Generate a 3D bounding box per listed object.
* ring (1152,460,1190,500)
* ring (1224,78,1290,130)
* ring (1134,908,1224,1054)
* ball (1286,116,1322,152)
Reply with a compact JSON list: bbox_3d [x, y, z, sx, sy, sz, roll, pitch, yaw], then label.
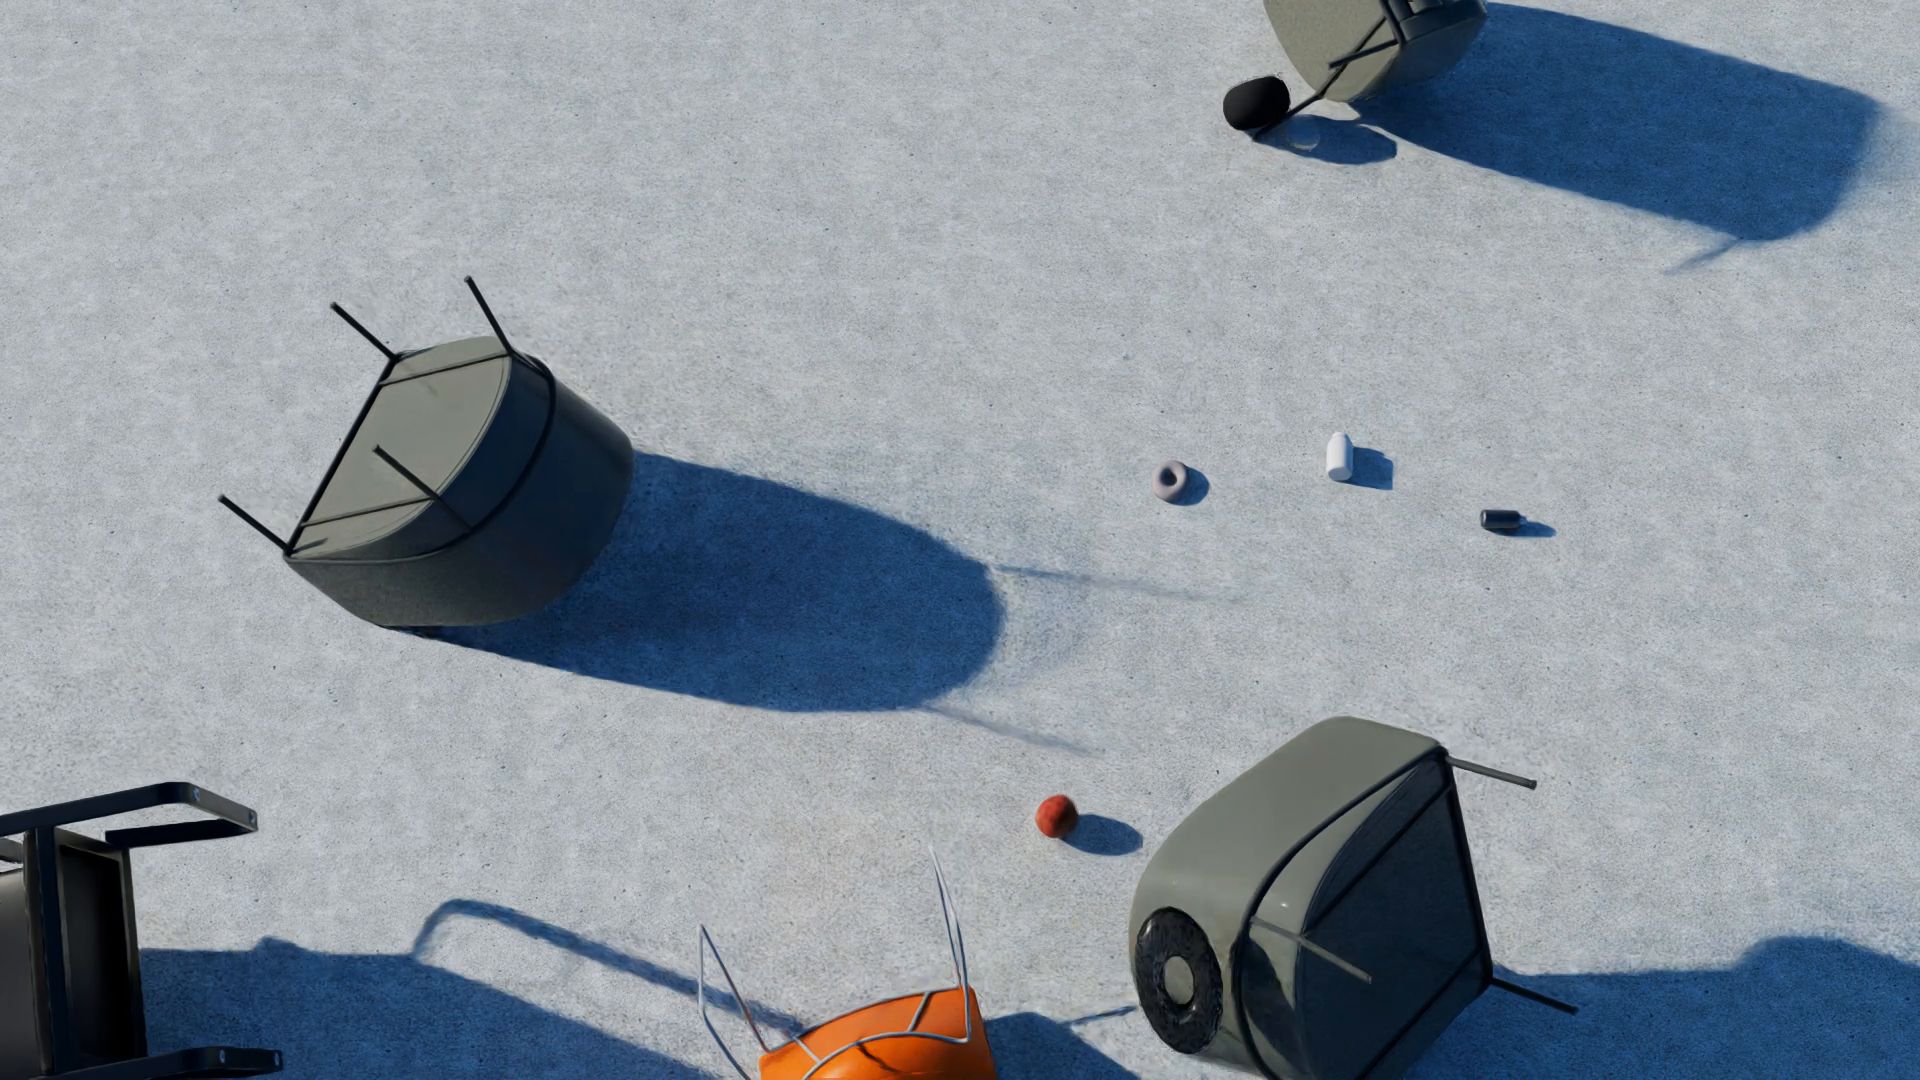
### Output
[{"bbox_3d":[0.640,-0.181,6.674,0.116,0.036,0.150,12,58,10],"label":"ring"},{"bbox_3d":[1.002,-1.475,7.431,0.223,0.233,0.126,-14,86,-30],"label":"ring"},{"bbox_3d":[0.501,1.009,5.038,0.196,0.082,0.345,-12,91,1],"label":"ring"},{"bbox_3d":[1.161,-1.372,7.425,0.115,0.115,0.115,0,56,0],"label":"ball"}]
